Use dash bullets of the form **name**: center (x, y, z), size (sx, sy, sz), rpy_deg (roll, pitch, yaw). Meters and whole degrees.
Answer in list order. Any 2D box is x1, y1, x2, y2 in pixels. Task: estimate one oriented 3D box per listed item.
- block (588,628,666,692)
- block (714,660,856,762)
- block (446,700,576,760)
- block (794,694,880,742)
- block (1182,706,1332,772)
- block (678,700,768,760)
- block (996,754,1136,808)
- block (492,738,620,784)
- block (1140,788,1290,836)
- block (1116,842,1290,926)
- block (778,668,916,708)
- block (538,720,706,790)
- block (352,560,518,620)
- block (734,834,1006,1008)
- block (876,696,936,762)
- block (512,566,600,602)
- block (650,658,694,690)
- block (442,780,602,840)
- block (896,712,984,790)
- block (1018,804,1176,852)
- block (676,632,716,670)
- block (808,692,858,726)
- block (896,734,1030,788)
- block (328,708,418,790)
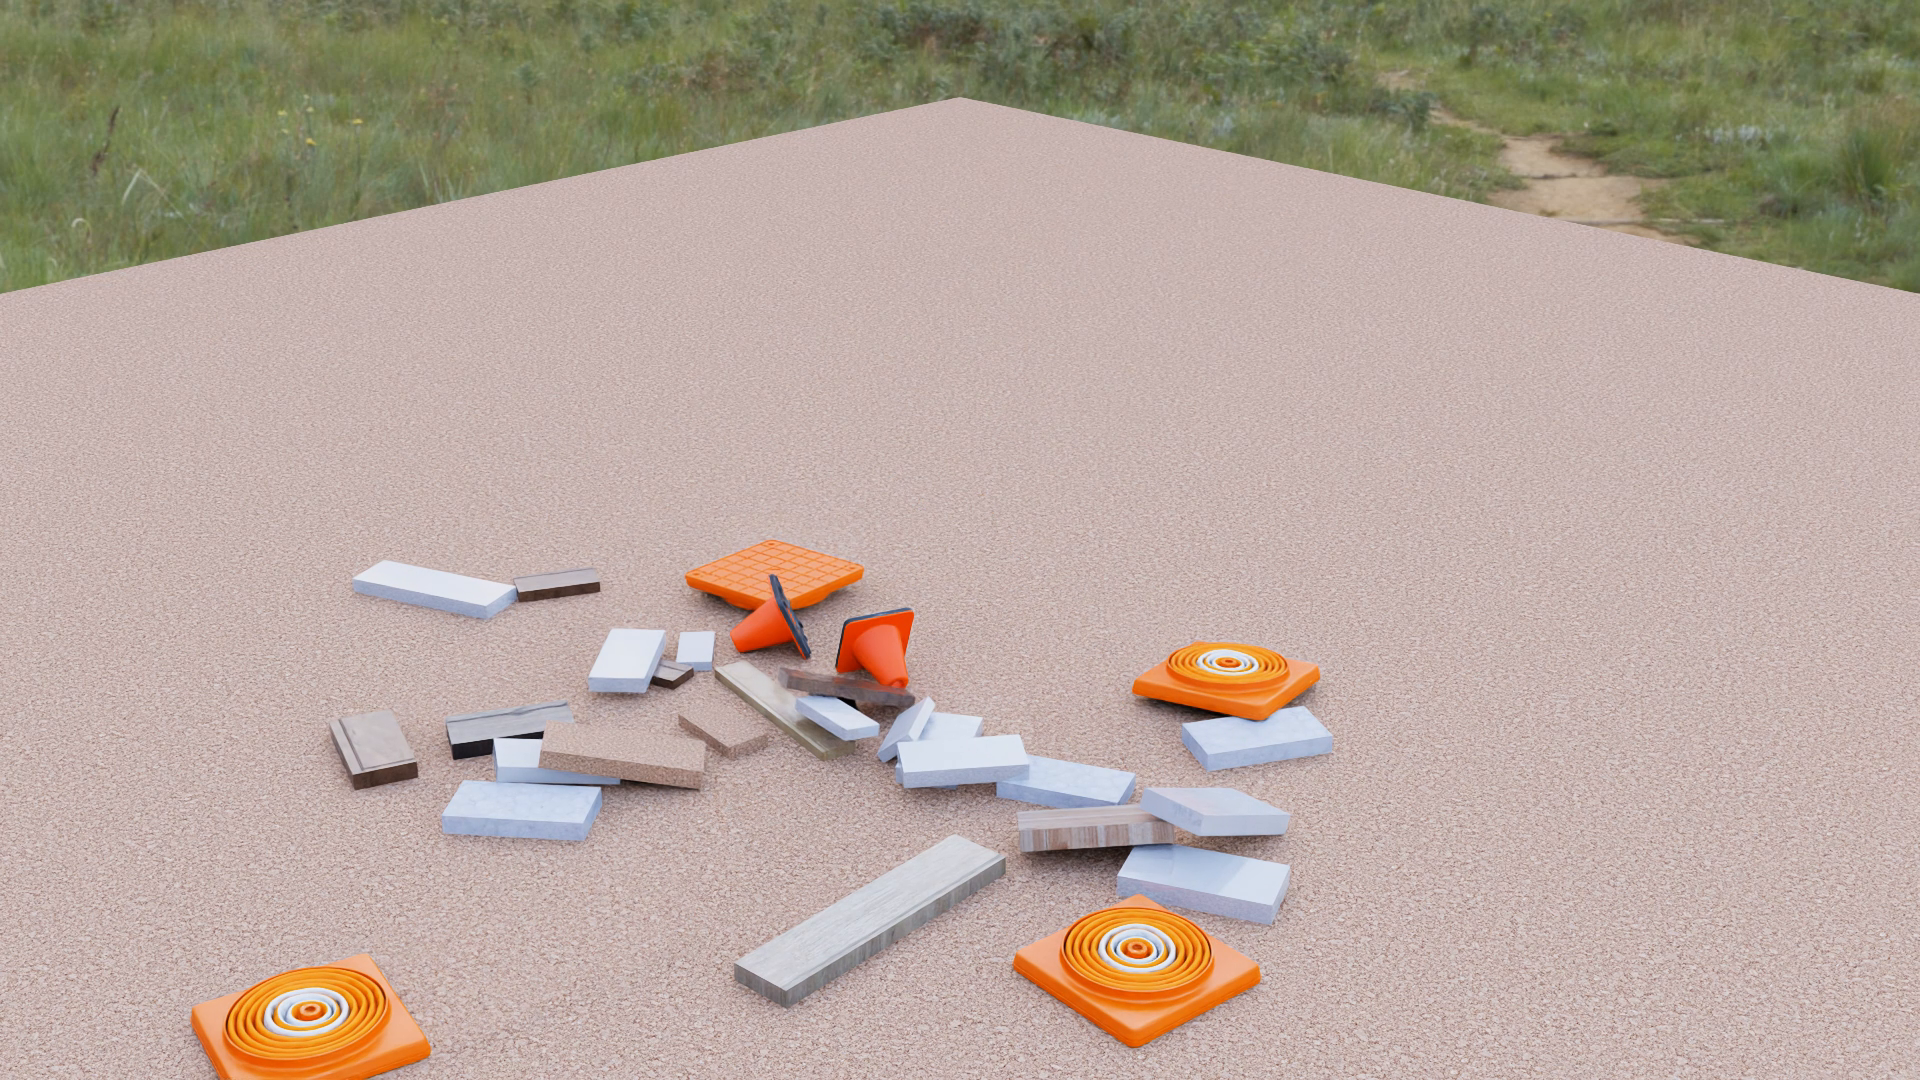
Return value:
- **block**: center (-0.756, 0.274, 5.012), size (0.126, 0.036, 0.252), rpy_deg (1, 23, 3)
- **block**: center (-0.391, 0.373, 4.853), size (0.081, 0.023, 0.479), rpy_deg (-15, 27, -31)
- **block**: center (-0.970, 0.409, 4.750), size (0.264, 0.037, 0.132), rpy_deg (-7, 24, -17)
- **block**: center (-0.263, 0.378, 4.705), size (0.090, 0.026, 0.180), rpy_deg (-6, 22, -41)
- **block**: center (0.635, 0.424, 4.709), size (0.287, 0.041, 0.144), rpy_deg (-7, 24, -16)
- **block**: center (-0.513, 0.409, 4.760), size (0.100, 0.028, 0.200), rpy_deg (-17, 29, -35)
- **block**: center (0.218, 0.504, 4.526), size (0.258, 0.037, 0.129), rpy_deg (8, 24, 19)
- **block**: center (-0.839, 0.461, 4.576), size (0.252, 0.036, 0.126), rpy_deg (3, 21, -17)
- **block**: center (0.502, 0.532, 4.313), size (0.149, 0.042, 0.299), rpy_deg (21, 9, 41)
- **block**: center (0.463, 0.647, 4.182), size (0.299, 0.042, 0.149), rpy_deg (8, 24, 19)
- **block**: center (-0.249, 0.325, 4.823), size (0.289, 0.028, 0.100), rpy_deg (11, 4, -17)
- **block**: center (-0.700, 0.445, 4.572), size (0.333, 0.041, 0.144), rpy_deg (9, 20, -8)
- **block**: center (-1.298, 0.121, 5.430), size (0.398, 0.036, 0.126), rpy_deg (10, 25, 22)
- **block**: center (-0.156, 0.696, 4.071), size (0.132, 0.037, 0.591), rpy_deg (19, 29, 37)
- **block**: center (-0.115, 0.405, 4.708), size (0.090, 0.025, 0.180), rpy_deg (-34, 11, 24)
- **block**: center (-1.002, 0.110, 5.465), size (0.200, 0.028, 0.100), rpy_deg (-8, 24, -17)
- **block**: center (-0.699, 0.299, 5.026), size (0.162, 0.023, 0.081), rpy_deg (12, 26, 26)
- **block**: center (-0.880, 0.544, 4.427), size (0.287, 0.041, 0.144), rpy_deg (2, 23, 5)
- **block**: center (-0.042, 0.444, 4.667), size (0.129, 0.037, 0.258), rpy_deg (5, 24, 12)
- **block**: center (0.264, 0.562, 4.306), size (0.299, 0.042, 0.149), rpy_deg (-4, 7, 1)
- **block**: center (-0.615, 0.259, 5.122), size (0.081, 0.023, 0.162), rpy_deg (-1, 23, -3)
- **block**: center (-0.276, 0.365, 4.831), size (0.090, 0.026, 0.180), rpy_deg (5, 17, -13)
- **block**: center (0.005, 0.457, 4.544), size (0.258, 0.037, 0.129), rpy_deg (-3, 23, -7)
- **block**: center (-1.247, 0.443, 4.669), size (0.132, 0.037, 0.264), rpy_deg (-11, 25, -23)
